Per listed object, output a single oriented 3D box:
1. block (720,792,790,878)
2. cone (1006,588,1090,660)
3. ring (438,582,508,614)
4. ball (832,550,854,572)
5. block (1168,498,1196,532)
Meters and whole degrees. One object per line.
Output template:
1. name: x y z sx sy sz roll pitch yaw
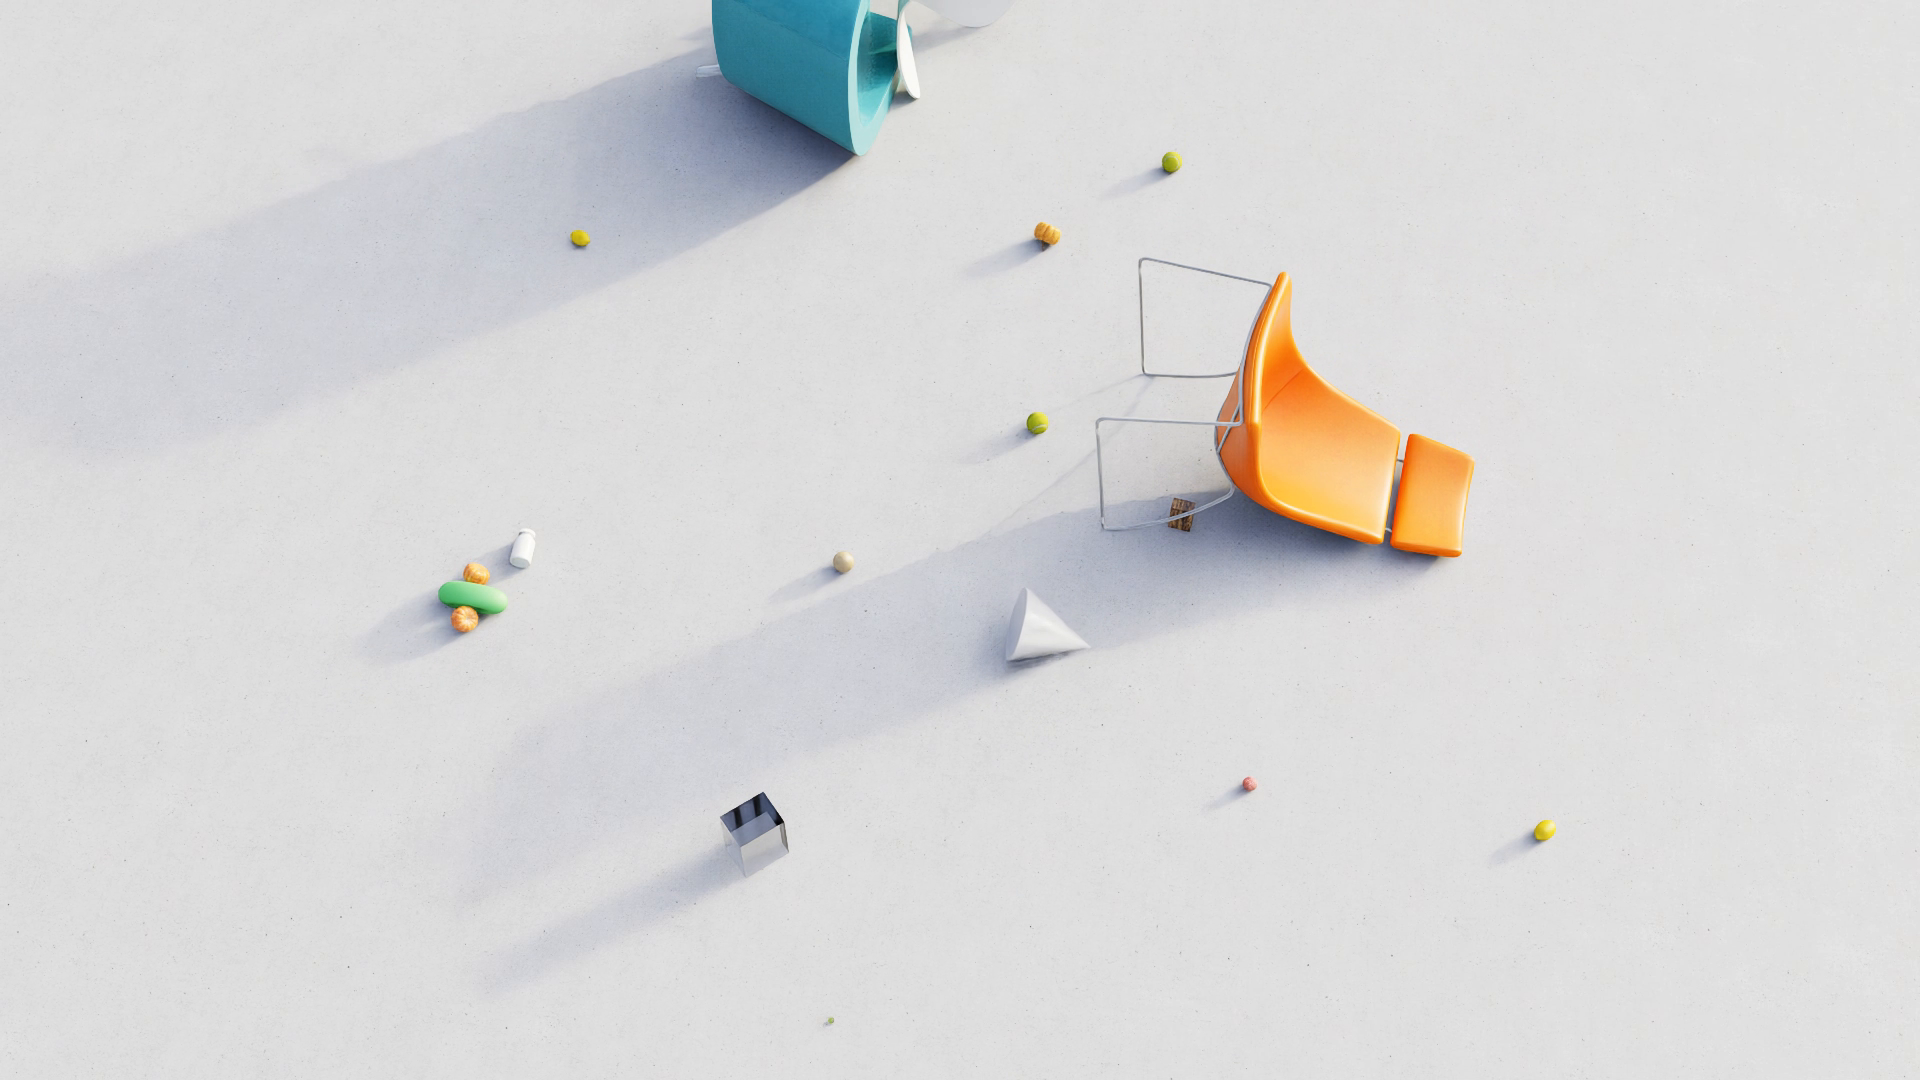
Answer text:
1. block: -0.553 0.795 5.926 0.136 0.189 0.109 -29 61 -18
2. cone: 0.272 0.277 6.343 0.234 0.158 0.238 18 55 -11
3. ring: -1.419 0.168 6.408 0.208 0.091 0.069 10 70 4
4. ball: -0.344 0.064 6.492 0.064 0.064 0.064 0 56 0
5. block: 0.662 -0.075 6.563 0.066 0.102 0.038 14 57 9
